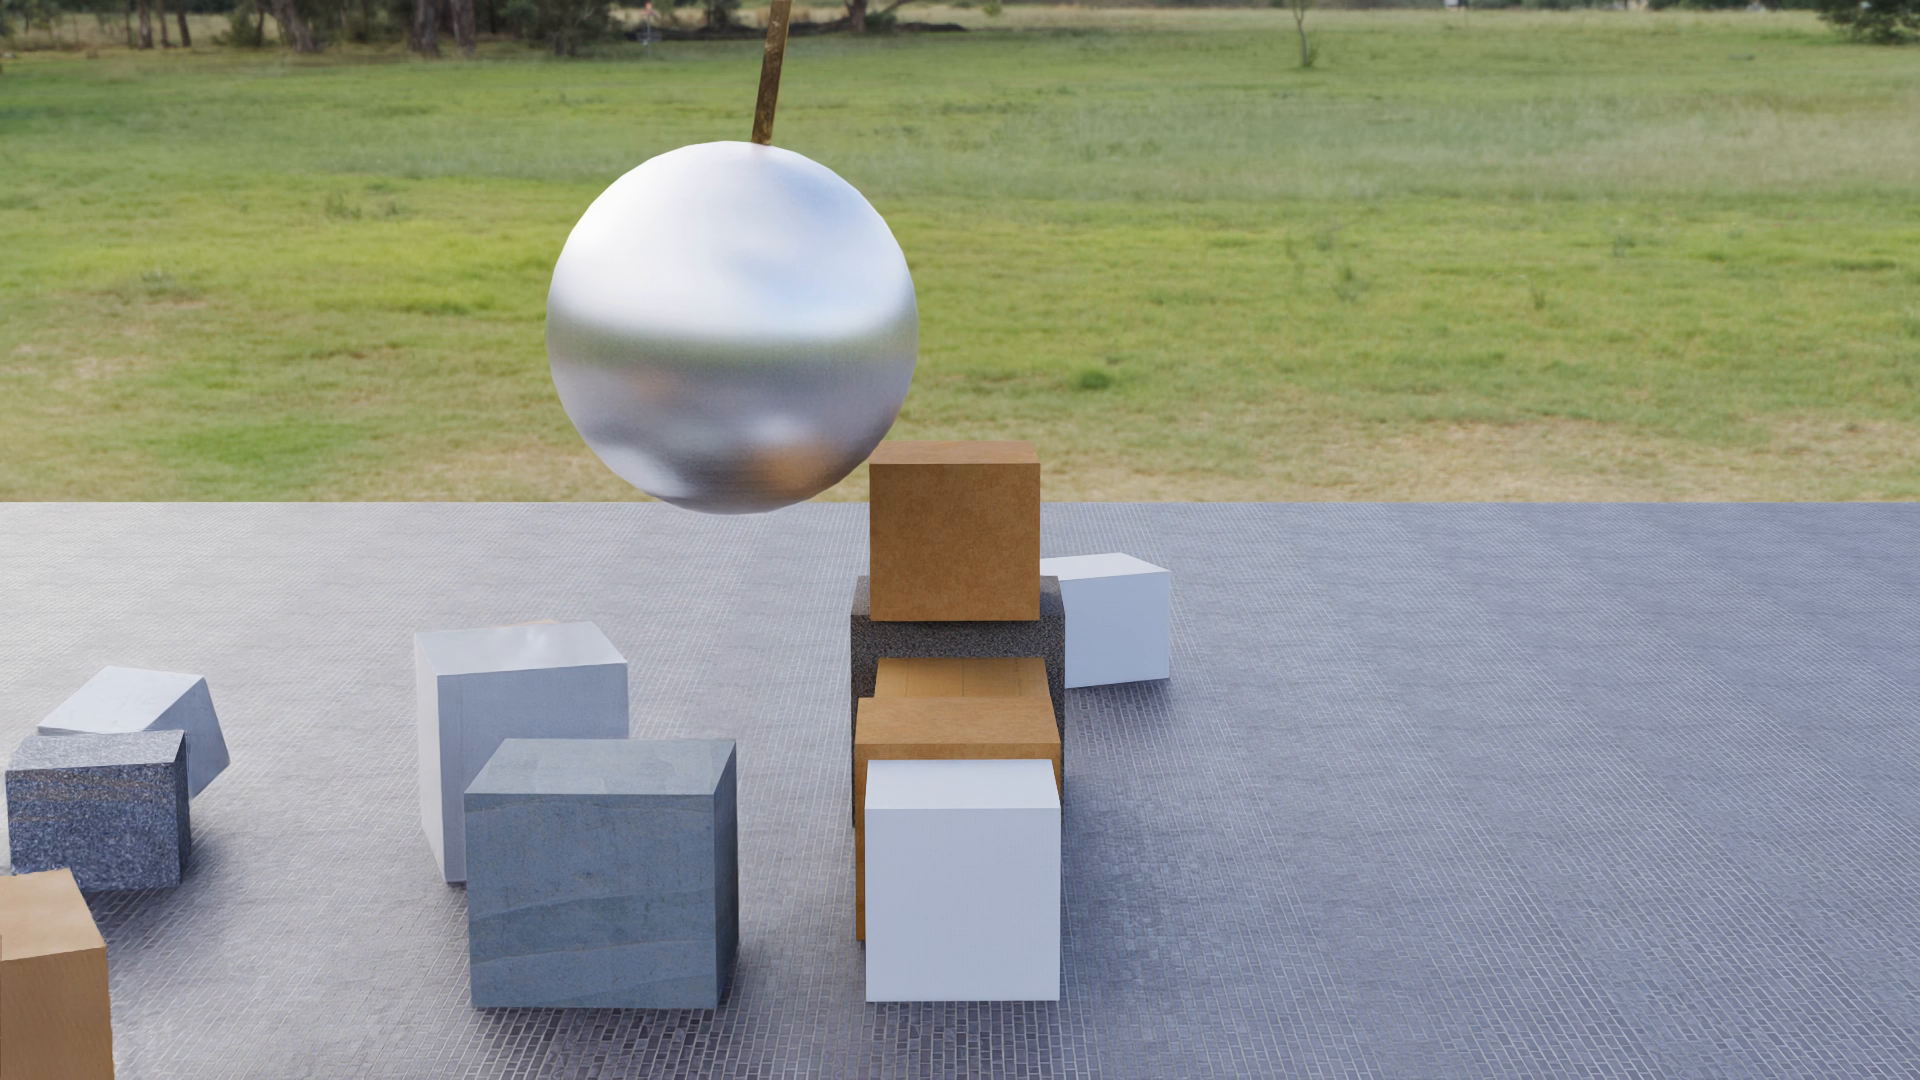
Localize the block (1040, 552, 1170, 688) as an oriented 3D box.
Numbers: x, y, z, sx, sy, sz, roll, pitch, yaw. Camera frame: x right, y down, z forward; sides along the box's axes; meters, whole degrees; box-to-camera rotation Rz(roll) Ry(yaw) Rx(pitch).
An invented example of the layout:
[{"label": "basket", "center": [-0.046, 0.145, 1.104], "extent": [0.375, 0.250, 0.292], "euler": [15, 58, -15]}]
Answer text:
[{"label": "block", "center": [0.763, 0.469, 15.195], "extent": [0.741, 0.641, 0.642], "euler": [-4, 11, -23]}]

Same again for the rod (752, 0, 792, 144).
[{"label": "rod", "center": [-0.422, -4.206, 10.416], "extent": [0.080, 5.200, 0.080], "euler": [9, 10, -2]}]

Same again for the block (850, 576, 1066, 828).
[{"label": "block", "center": [-0.010, 0.767, 12.486], "extent": [1.000, 1.024, 0.956], "euler": [0, 10, 0]}]

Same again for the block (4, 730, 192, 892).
[{"label": "block", "center": [-3.811, 1.202, 11.384], "extent": [0.697, 0.562, 0.571], "euler": [-2, 11, -12]}]

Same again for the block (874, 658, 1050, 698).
[{"label": "block", "center": [0.008, 1.022, 11.648], "extent": [0.769, 0.822, 0.776], "euler": [0, 10, 0]}]

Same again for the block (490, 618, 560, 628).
[{"label": "block", "center": [-2.265, 0.816, 13.319], "extent": [0.670, 0.629, 0.685], "euler": [-8, 13, -36]}]

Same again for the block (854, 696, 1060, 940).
[{"label": "block", "center": [-0.016, 1.163, 10.844], "extent": [0.834, 0.832, 0.784], "euler": [0, 10, -1]}]

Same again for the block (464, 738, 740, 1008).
[{"label": "block", "center": [-1.385, 1.295, 10.088], "extent": [0.938, 0.843, 0.803], "euler": [0, 10, 1]}]

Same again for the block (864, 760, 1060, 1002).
[{"label": "block", "center": [0.005, 1.329, 10.118], "extent": [0.742, 0.765, 0.704], "euler": [0, 10, -1]}]

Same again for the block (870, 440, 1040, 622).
[{"label": "block", "center": [-0.033, -0.054, 12.100], "extent": [0.779, 0.730, 0.736], "euler": [0, 10, -2]}]

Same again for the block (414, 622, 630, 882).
[{"label": "block", "center": [-2.009, 0.946, 11.752], "extent": [0.834, 0.934, 0.912], "euler": [-3, 11, -18]}]

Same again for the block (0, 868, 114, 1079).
[{"label": "block", "center": [-3.237, 1.633, 8.282], "extent": [0.848, 0.822, 0.885], "euler": [-5, 12, -26]}]

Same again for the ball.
[{"label": "ball", "center": [-0.973, -0.905, 11.016], "extent": [1.600, 1.600, 1.600], "euler": [0, 10, 0]}]

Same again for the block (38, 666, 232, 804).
[{"label": "block", "center": [-3.960, 0.984, 12.325], "extent": [0.577, 0.504, 0.540], "euler": [4, 30, 22]}]
